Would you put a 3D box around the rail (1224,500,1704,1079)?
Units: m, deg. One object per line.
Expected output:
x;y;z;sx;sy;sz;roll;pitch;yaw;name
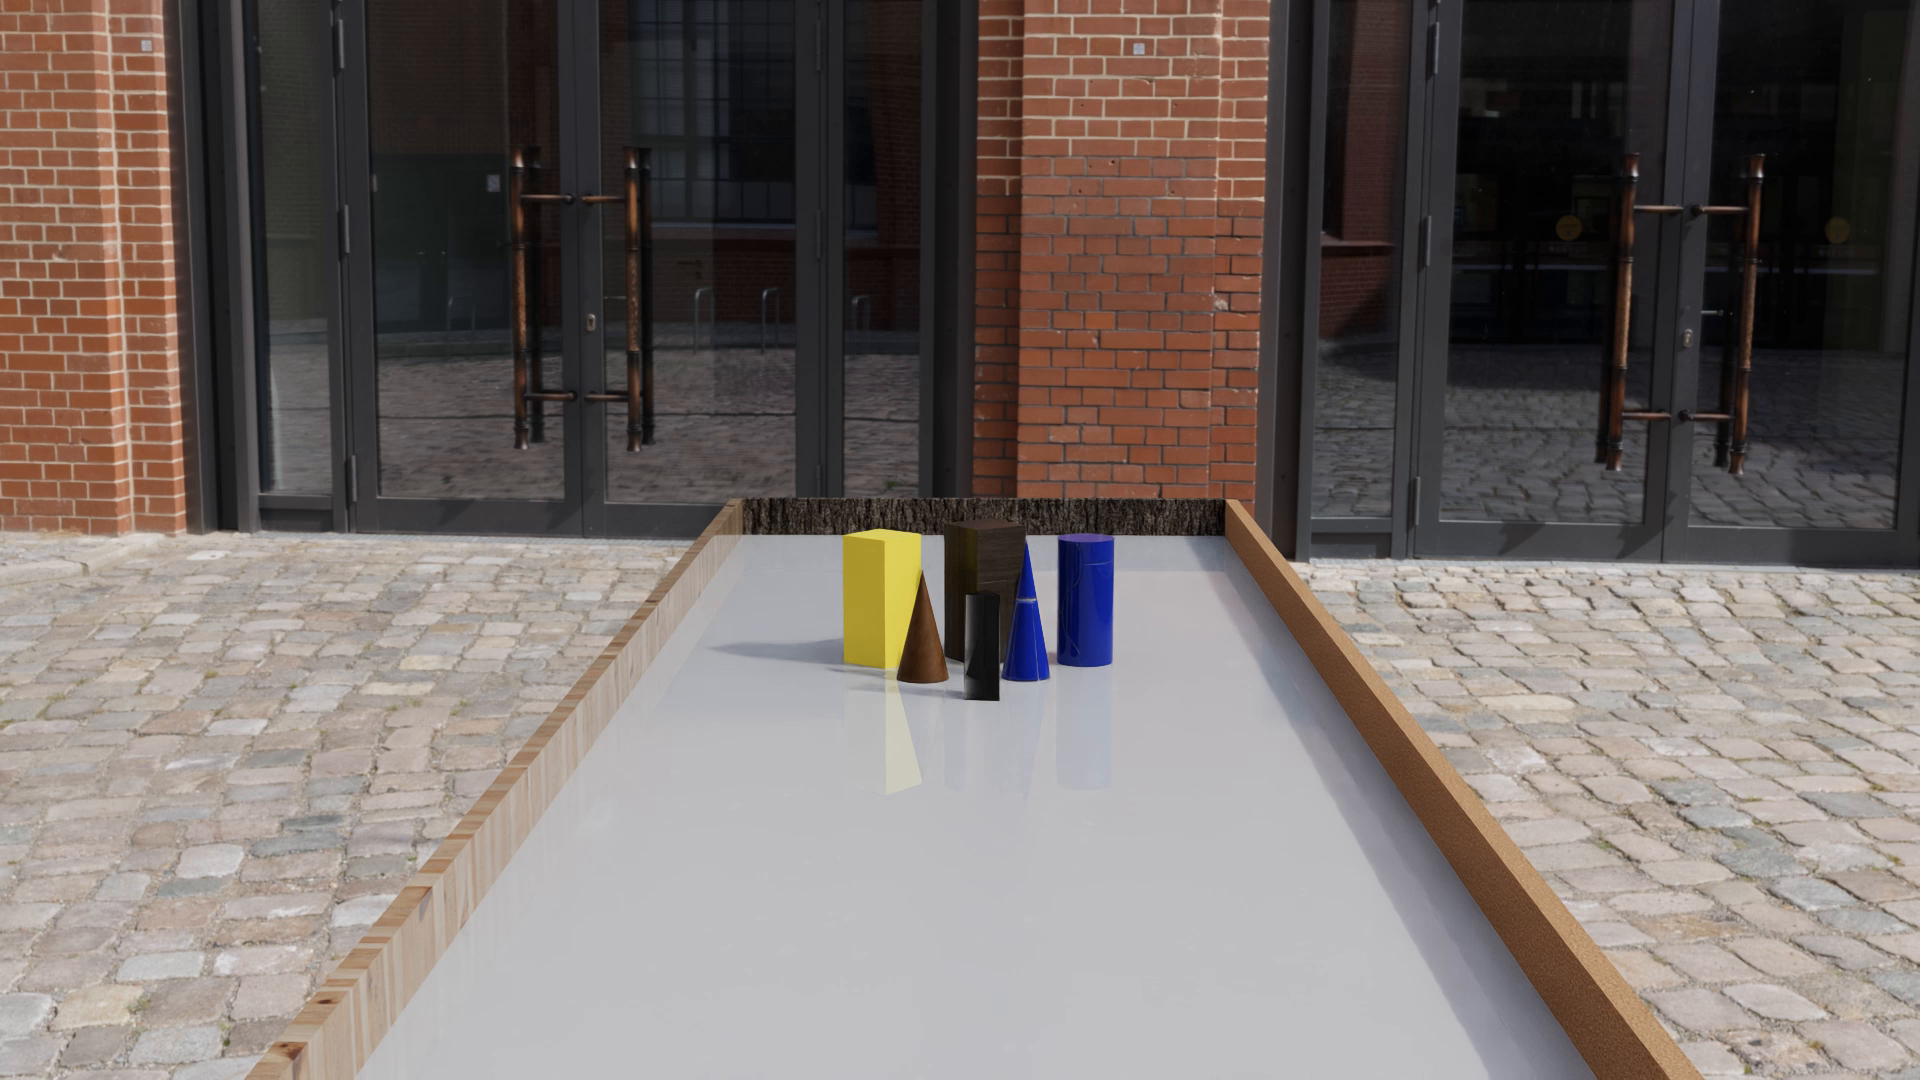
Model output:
1.046;0.843;3.208;0.050;0.150;12.000;0;9;1;rail

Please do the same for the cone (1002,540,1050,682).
0.194;0.200;6.434;0.146;0.412;0.146;0;9;0;cone

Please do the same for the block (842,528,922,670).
-0.235;0.176;6.660;0.167;0.389;0.167;7;12;39;block

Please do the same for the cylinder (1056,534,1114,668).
0.379;0.181;6.655;0.173;0.380;0.173;0;9;0;cylinder

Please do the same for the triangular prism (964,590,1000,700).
0.068;0.295;6.189;0.100;0.300;0.087;1;9;9;triangular prism

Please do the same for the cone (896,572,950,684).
-0.109;0.245;6.431;0.156;0.322;0.156;0;9;0;cone

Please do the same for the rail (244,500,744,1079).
-1.004;0.839;3.234;0.050;0.150;12.000;0;9;1;rail

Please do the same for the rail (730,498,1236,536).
0.099;-0.098;9.147;2.100;0.150;0.050;0;9;1;rail

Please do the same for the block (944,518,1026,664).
0.075;0.157;6.695;0.177;0.414;0.177;-6;11;-34;block
